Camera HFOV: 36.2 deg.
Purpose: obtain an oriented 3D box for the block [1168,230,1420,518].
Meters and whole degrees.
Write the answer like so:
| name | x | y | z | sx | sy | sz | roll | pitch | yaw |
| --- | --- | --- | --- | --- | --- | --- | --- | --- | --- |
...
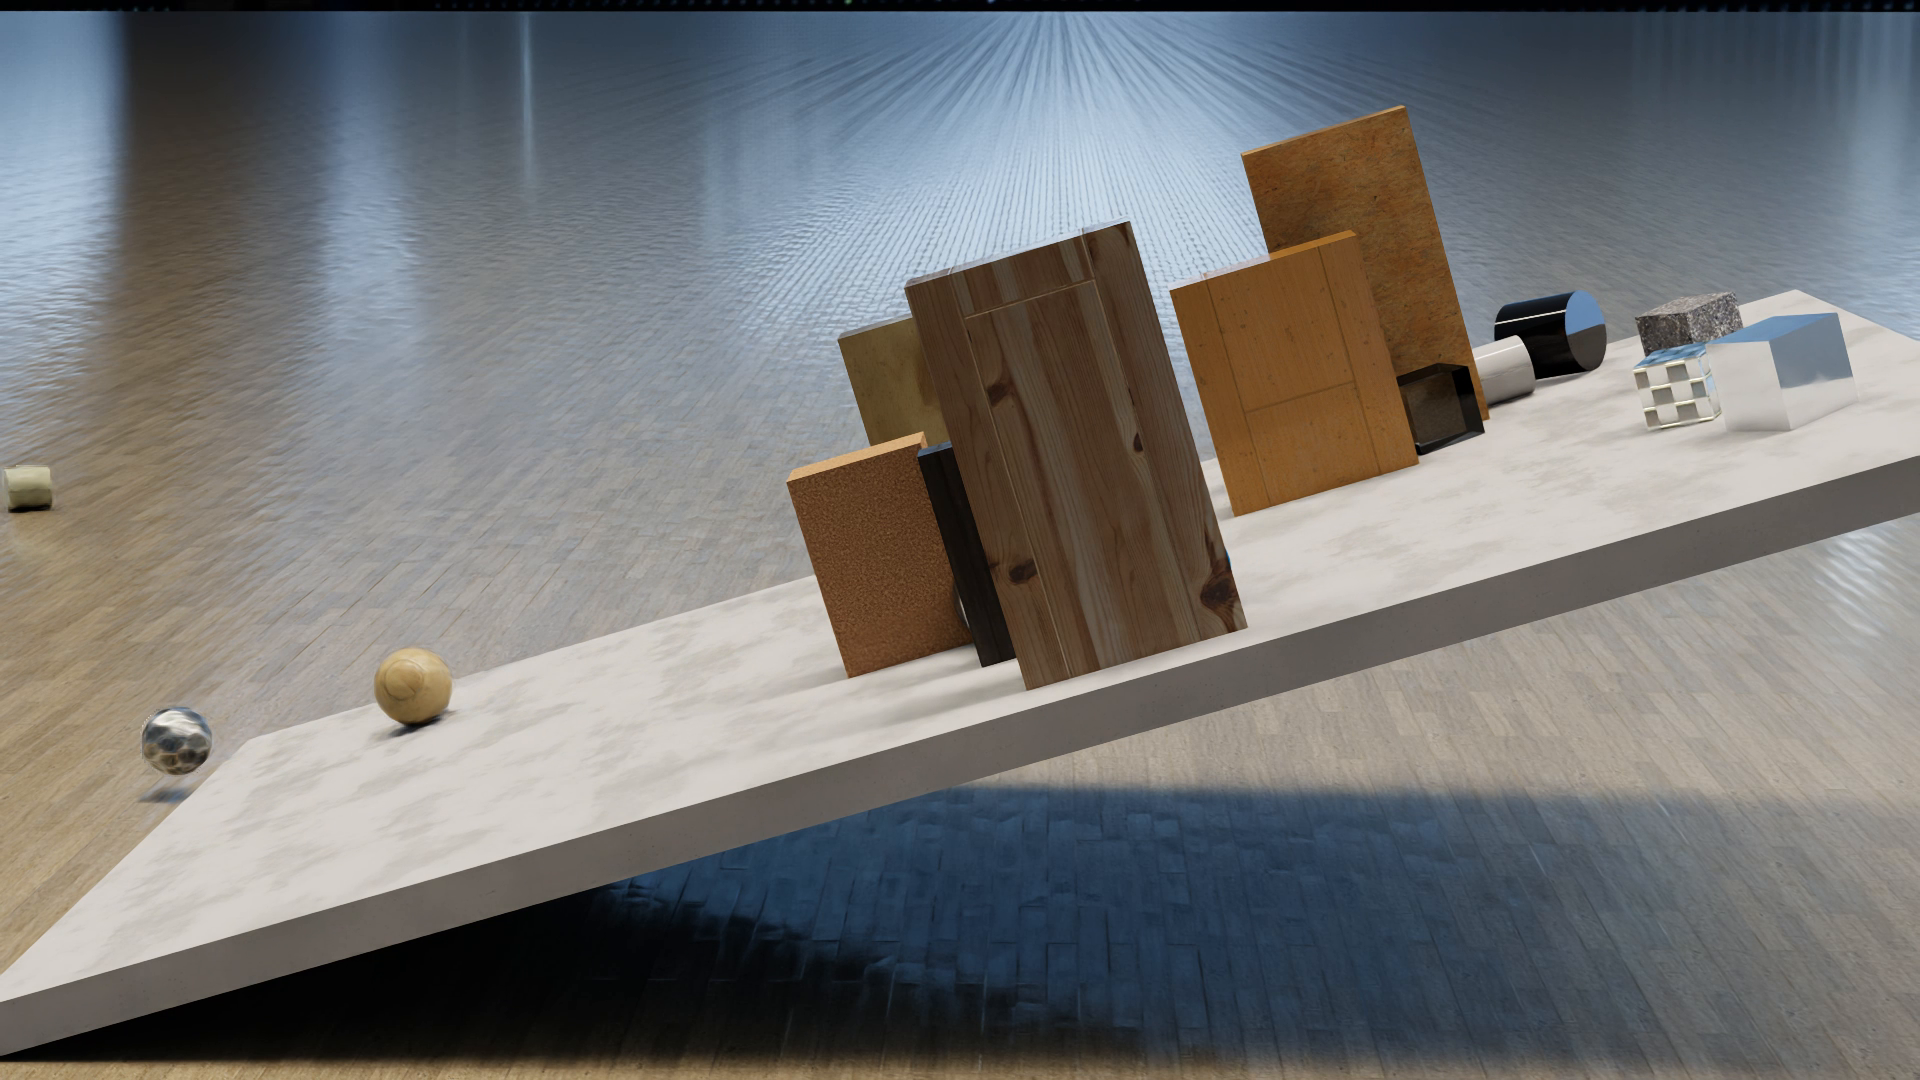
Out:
| name | x | y | z | sx | sy | sz | roll | pitch | yaw |
| --- | --- | --- | --- | --- | --- | --- | --- | --- | --- |
| block | 0.731 | -0.366 | 6.462 | 0.419 | 0.521 | 0.135 | -16 | 10 | 5 |

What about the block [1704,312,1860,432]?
| name | x | y | z | sx | sy | sz | roll | pitch | yaw |
| --- | --- | --- | --- | --- | --- | --- | --- | --- | --- |
| block | 1.610 | -0.328 | 5.763 | 0.182 | 0.182 | 0.182 | -22 | 11 | -24 |

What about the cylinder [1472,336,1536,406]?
| name | x | y | z | sx | sy | sz | roll | pitch | yaw |
| --- | --- | --- | --- | --- | --- | --- | --- | --- | --- |
| cylinder | 1.245 | -0.389 | 6.835 | 0.139 | 0.139 | 0.139 | -18 | 12 | -3 |

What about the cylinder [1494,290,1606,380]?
| name | x | y | z | sx | sy | sz | roll | pitch | yaw |
| --- | --- | --- | --- | --- | --- | --- | --- | --- | --- |
| cylinder | 1.392 | -0.480 | 6.935 | 0.190 | 0.190 | 0.190 | -8 | 3 | 41 |

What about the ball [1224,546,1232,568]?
| name | x | y | z | sx | sy | sz | roll | pitch | yaw |
| --- | --- | --- | --- | --- | --- | --- | --- | --- | --- |
| ball | 0.429 | 0.058 | 5.639 | 0.181 | 0.181 | 0.181 | 0 | 11 | 0 |

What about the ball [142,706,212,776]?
| name | x | y | z | sx | sy | sz | roll | pitch | yaw |
| --- | --- | --- | --- | --- | --- | --- | --- | --- | --- |
| ball | -1.935 | 0.497 | 7.269 | 0.170 | 0.170 | 0.170 | 0 | 11 | 0 |

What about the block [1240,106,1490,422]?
| name | x | y | z | sx | sy | sz | roll | pitch | yaw |
| --- | --- | --- | --- | --- | --- | --- | --- | --- | --- |
| block | 0.920 | -0.576 | 6.678 | 0.376 | 0.733 | 0.091 | -16 | 10 | 5 |

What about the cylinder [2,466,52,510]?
| name | x | y | z | sx | sy | sz | roll | pitch | yaw |
| --- | --- | --- | --- | --- | --- | --- | --- | --- | --- |
| cylinder | -3.547 | -0.196 | 11.182 | 0.159 | 0.159 | 0.159 | -5 | 12 | -27 |

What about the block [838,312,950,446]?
| name | x | y | z | sx | sy | sz | roll | pitch | yaw |
| --- | --- | --- | --- | --- | --- | --- | --- | --- | --- |
| block | -0.060 | -0.256 | 7.034 | 0.303 | 0.574 | 0.127 | -16 | 10 | 5 |

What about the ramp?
| name | x | y | z | sx | sy | sz | roll | pitch | yaw |
| --- | --- | --- | --- | --- | --- | --- | --- | --- | --- |
| ramp | 0.093 | 0.186 | 6.318 | 4.000 | 0.100 | 2.000 | -16 | 10 | 5 |

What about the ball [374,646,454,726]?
| name | x | y | z | sx | sy | sz | roll | pitch | yaw |
| --- | --- | --- | --- | --- | --- | --- | --- | --- | --- |
| ball | -1.290 | 0.345 | 6.942 | 0.185 | 0.185 | 0.185 | 0 | 11 | 0 |

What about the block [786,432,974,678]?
| name | x | y | z | sx | sy | sz | roll | pitch | yaw |
| --- | --- | --- | --- | --- | --- | --- | --- | --- | --- |
| block | -0.152 | 0.030 | 6.054 | 0.284 | 0.427 | 0.150 | -16 | 10 | 5 |

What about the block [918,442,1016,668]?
| name | x | y | z | sx | sy | sz | roll | pitch | yaw |
| --- | --- | --- | --- | --- | --- | --- | --- | --- | --- |
| block | 0.161 | -0.015 | 5.749 | 0.374 | 0.436 | 0.089 | -16 | 10 | 5 |

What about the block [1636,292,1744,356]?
| name | x | y | z | sx | sy | sz | roll | pitch | yaw |
| --- | --- | --- | --- | --- | --- | --- | --- | --- | --- |
| block | 1.614 | -0.445 | 6.475 | 0.155 | 0.155 | 0.155 | -23 | 11 | -28 |

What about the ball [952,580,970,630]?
| name | x | y | z | sx | sy | sz | roll | pitch | yaw |
| --- | --- | --- | --- | --- | --- | --- | --- | --- | --- |
| ball | 0.080 | 0.108 | 5.919 | 0.192 | 0.192 | 0.192 | 0 | 11 | 0 |

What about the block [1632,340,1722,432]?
| name | x | y | z | sx | sy | sz | roll | pitch | yaw |
| --- | --- | --- | --- | --- | --- | --- | --- | --- | --- |
| block | 1.486 | -0.318 | 6.043 | 0.138 | 0.138 | 0.138 | -10 | 12 | 34 |

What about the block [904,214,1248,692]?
| name | x | y | z | sx | sy | sz | roll | pitch | yaw |
| --- | --- | --- | --- | --- | --- | --- | --- | --- | --- |
| block | 0.217 | -0.160 | 5.441 | 0.426 | 0.782 | 0.138 | -16 | 10 | 5 |

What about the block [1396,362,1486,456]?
| name | x | y | z | sx | sy | sz | roll | pitch | yaw |
| --- | --- | --- | --- | --- | --- | --- | --- | --- | --- |
| block | 1.053 | -0.294 | 6.582 | 0.158 | 0.158 | 0.158 | -19 | 11 | -13 |
